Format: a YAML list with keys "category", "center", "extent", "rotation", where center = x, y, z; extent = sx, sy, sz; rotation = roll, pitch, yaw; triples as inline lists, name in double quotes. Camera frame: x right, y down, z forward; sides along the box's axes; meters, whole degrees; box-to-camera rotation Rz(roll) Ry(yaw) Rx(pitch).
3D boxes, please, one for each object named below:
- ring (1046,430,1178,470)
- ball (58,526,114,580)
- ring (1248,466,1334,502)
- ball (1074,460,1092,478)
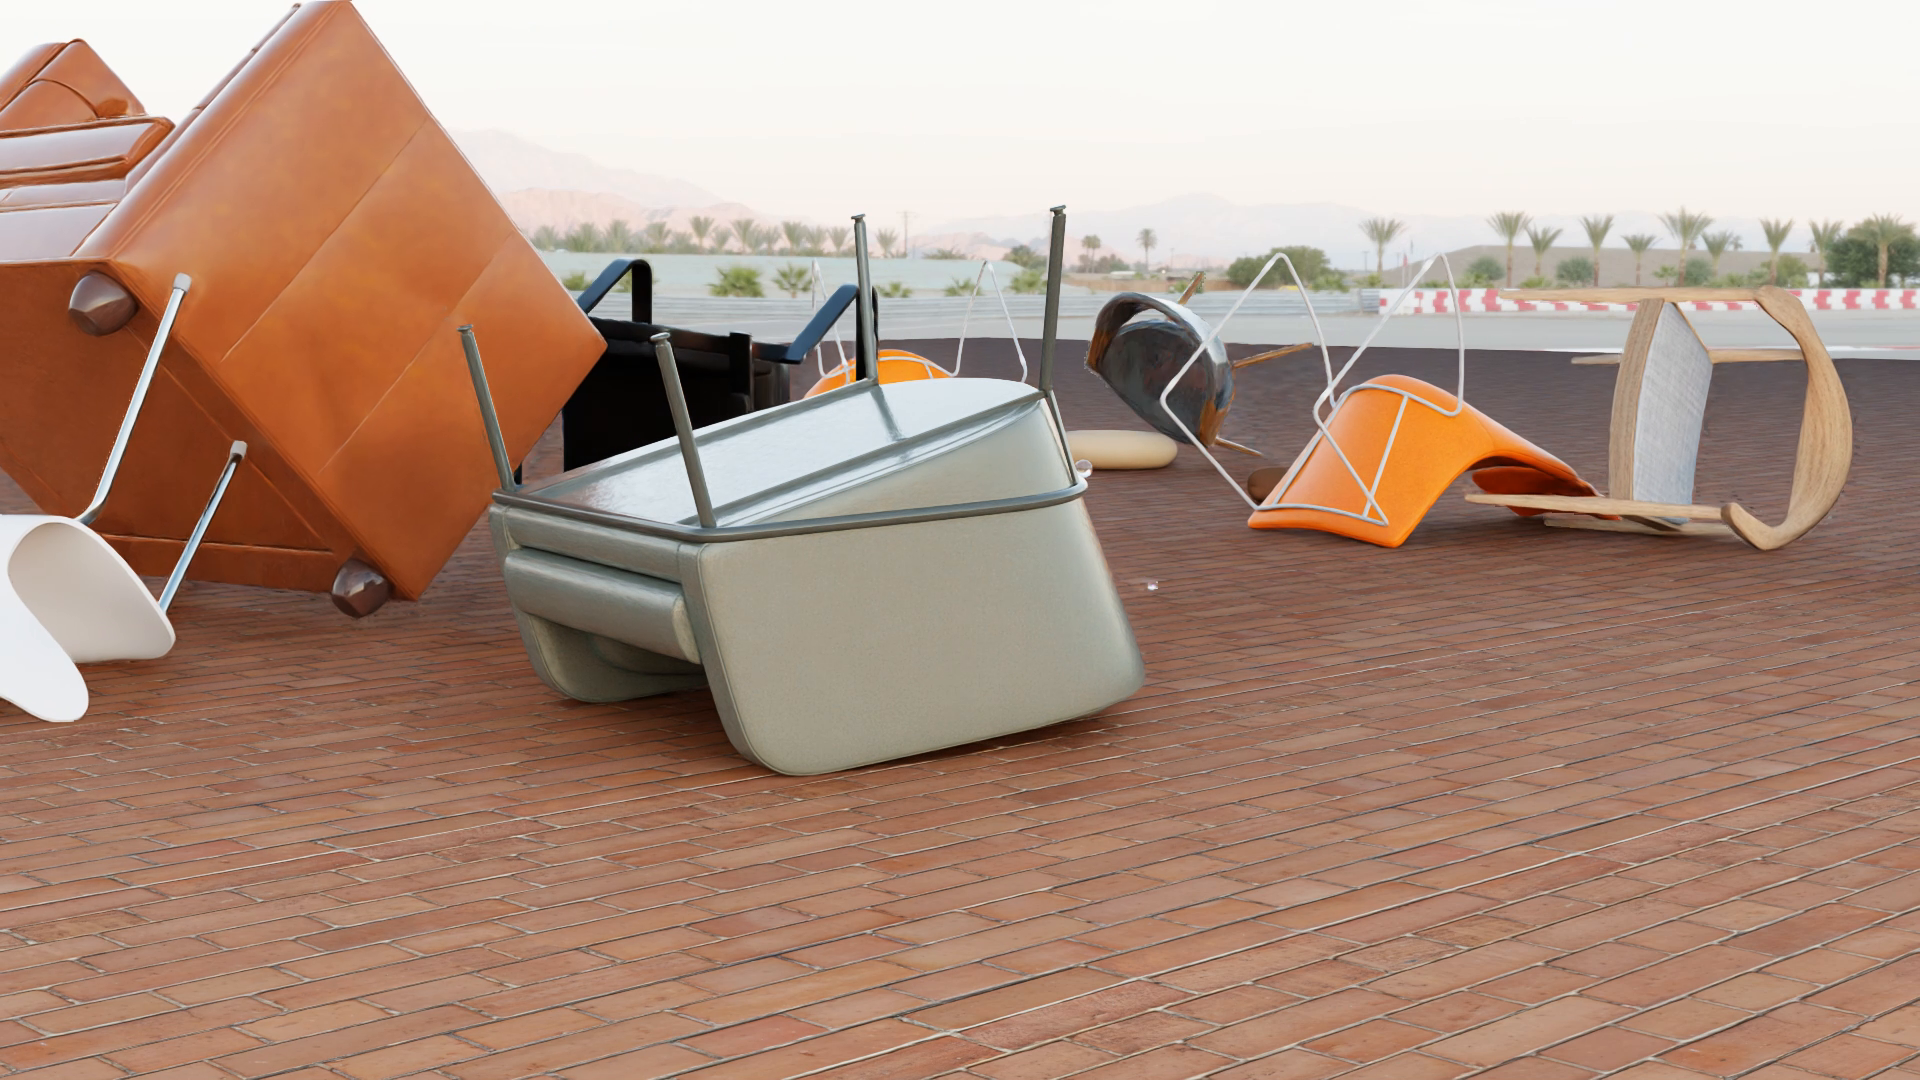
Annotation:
- category: "ring"
  center: [0.524, -0.311, 8.869]
  extent: [0.465, 0.119, 0.403]
  rotation: [-1, 7, -17]
- category: "ball"
  center: [-1.900, 0.029, 5.572]
  extent: [0.115, 0.115, 0.115]
  rotation: [0, 6, 0]
- category: "ring"
  center: [0.972, -0.164, 7.548]
  extent: [0.166, 0.095, 0.360]
  rotation: [3, 6, 44]
- category: "ball"
  center: [0.403, -0.232, 8.373]
  extent: [0.060, 0.060, 0.060]
  rotation: [0, 6, 0]
